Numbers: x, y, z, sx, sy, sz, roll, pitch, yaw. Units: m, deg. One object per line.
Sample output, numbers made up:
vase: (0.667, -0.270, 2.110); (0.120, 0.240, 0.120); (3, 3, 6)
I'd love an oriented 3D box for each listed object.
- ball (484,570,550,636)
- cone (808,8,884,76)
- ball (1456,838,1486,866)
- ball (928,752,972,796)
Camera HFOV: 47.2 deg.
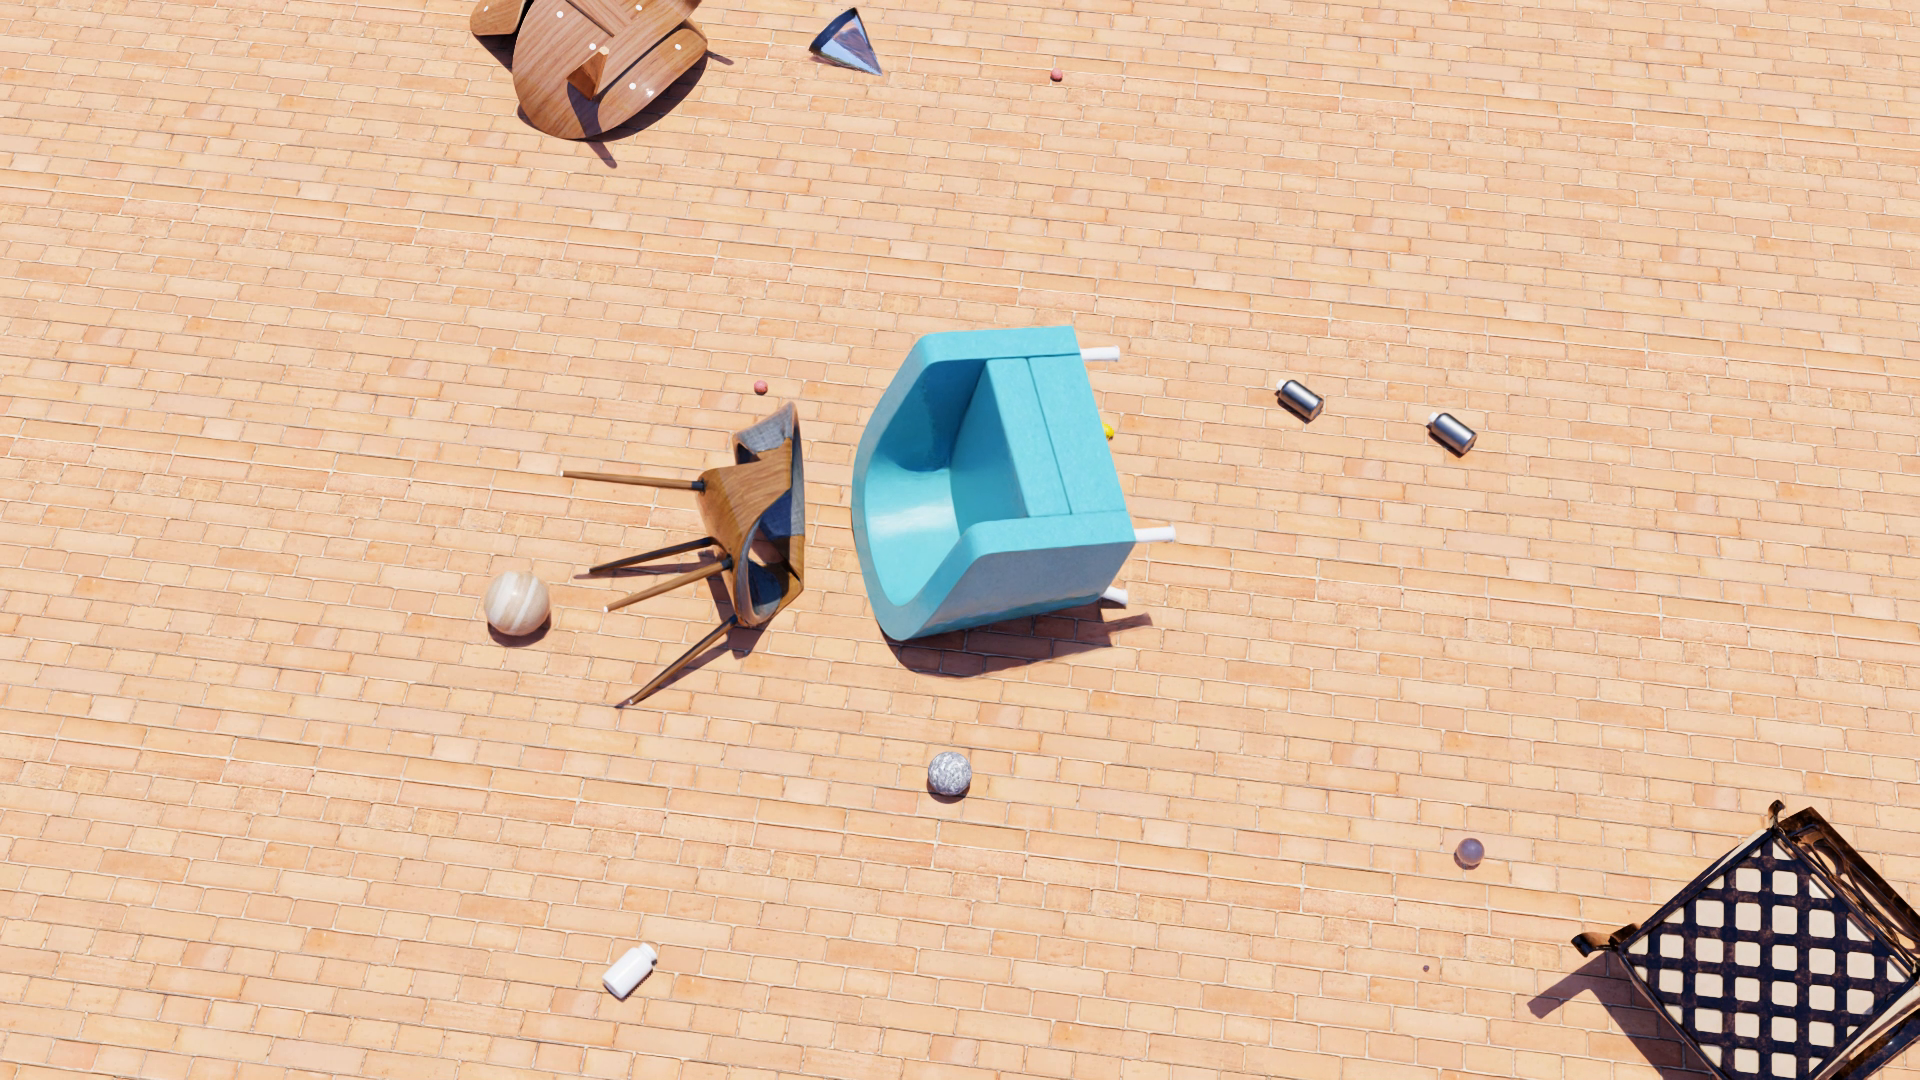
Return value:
ball: (-1.277, 0.182, 6.338); (0.189, 0.189, 0.189); (0, 56, 0)
cone: (-0.355, -1.699, 7.677); (0.254, 0.123, 0.243); (44, 74, 9)
ball: (1.385, 0.844, 5.962); (0.075, 0.075, 0.075); (0, 56, 0)
ball: (-0.028, 0.644, 6.068); (0.123, 0.123, 0.123); (0, 56, 0)
